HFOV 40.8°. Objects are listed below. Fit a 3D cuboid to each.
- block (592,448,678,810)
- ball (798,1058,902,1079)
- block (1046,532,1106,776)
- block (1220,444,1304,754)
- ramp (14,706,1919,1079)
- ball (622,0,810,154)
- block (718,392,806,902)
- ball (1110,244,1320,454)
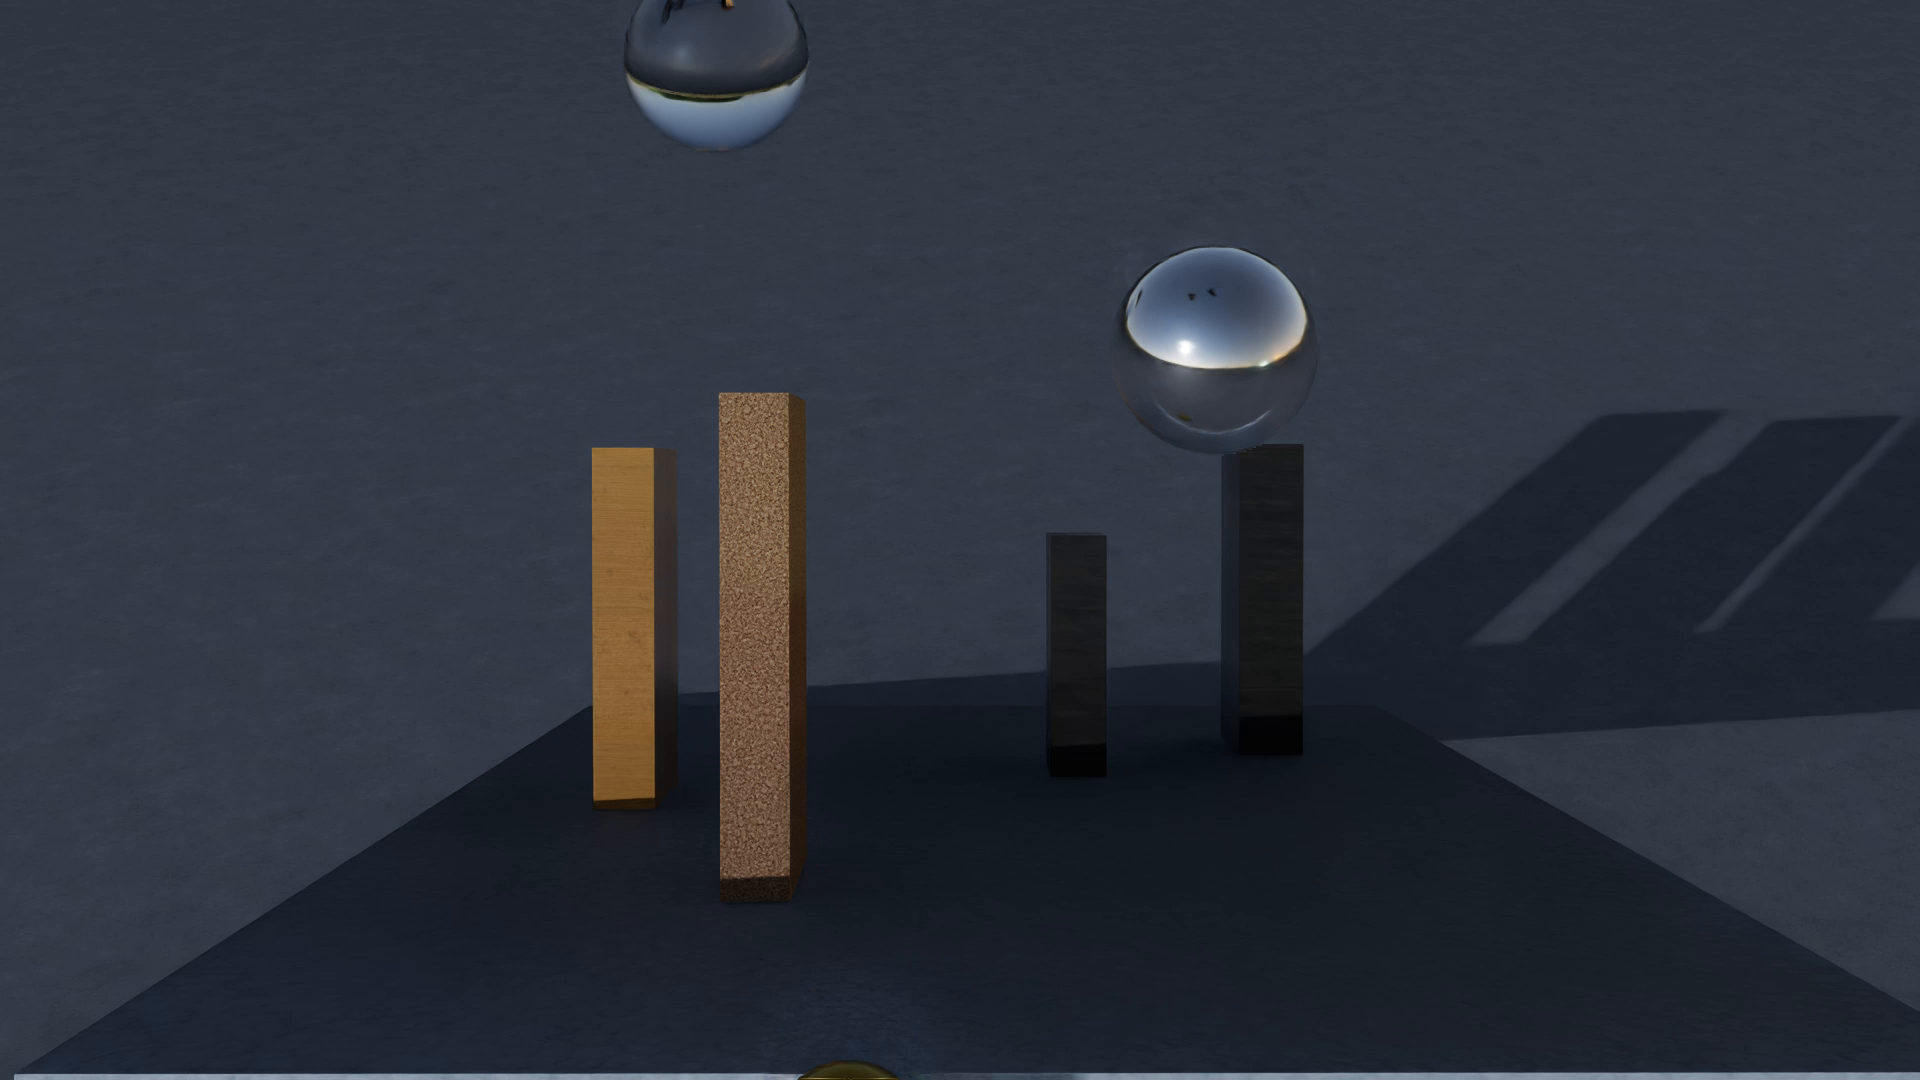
[{"bbox_3d":[-0.595,0.152,4.748,0.109,0.639,0.386,0,2,0],"label":"block"},{"bbox_3d":[-0.103,0.557,2.397,0.146,0.146,0.146,0,26,0],"label":"ball"},{"bbox_3d":[0.232,0.224,5.172,0.109,0.471,0.255,0,2,0],"label":"block"},{"bbox_3d":[0.653,0.121,5.599,0.135,0.654,0.364,0,2,0],"label":"block"},{"bbox_3d":[0.058,0.526,4.564,2.000,0.100,4.000,0,2,0],"label":"ramp"},{"bbox_3d":[-0.261,-0.516,2.769,0.200,0.200,0.200,0,26,0],"label":"ball"},{"bbox_3d":[-0.285,0.144,3.779,0.097,0.706,0.404,0,2,0],"label":"block"},{"bbox_3d":[0.237,-0.178,2.407,0.195,0.195,0.195,0,26,0],"label":"ball"}]
